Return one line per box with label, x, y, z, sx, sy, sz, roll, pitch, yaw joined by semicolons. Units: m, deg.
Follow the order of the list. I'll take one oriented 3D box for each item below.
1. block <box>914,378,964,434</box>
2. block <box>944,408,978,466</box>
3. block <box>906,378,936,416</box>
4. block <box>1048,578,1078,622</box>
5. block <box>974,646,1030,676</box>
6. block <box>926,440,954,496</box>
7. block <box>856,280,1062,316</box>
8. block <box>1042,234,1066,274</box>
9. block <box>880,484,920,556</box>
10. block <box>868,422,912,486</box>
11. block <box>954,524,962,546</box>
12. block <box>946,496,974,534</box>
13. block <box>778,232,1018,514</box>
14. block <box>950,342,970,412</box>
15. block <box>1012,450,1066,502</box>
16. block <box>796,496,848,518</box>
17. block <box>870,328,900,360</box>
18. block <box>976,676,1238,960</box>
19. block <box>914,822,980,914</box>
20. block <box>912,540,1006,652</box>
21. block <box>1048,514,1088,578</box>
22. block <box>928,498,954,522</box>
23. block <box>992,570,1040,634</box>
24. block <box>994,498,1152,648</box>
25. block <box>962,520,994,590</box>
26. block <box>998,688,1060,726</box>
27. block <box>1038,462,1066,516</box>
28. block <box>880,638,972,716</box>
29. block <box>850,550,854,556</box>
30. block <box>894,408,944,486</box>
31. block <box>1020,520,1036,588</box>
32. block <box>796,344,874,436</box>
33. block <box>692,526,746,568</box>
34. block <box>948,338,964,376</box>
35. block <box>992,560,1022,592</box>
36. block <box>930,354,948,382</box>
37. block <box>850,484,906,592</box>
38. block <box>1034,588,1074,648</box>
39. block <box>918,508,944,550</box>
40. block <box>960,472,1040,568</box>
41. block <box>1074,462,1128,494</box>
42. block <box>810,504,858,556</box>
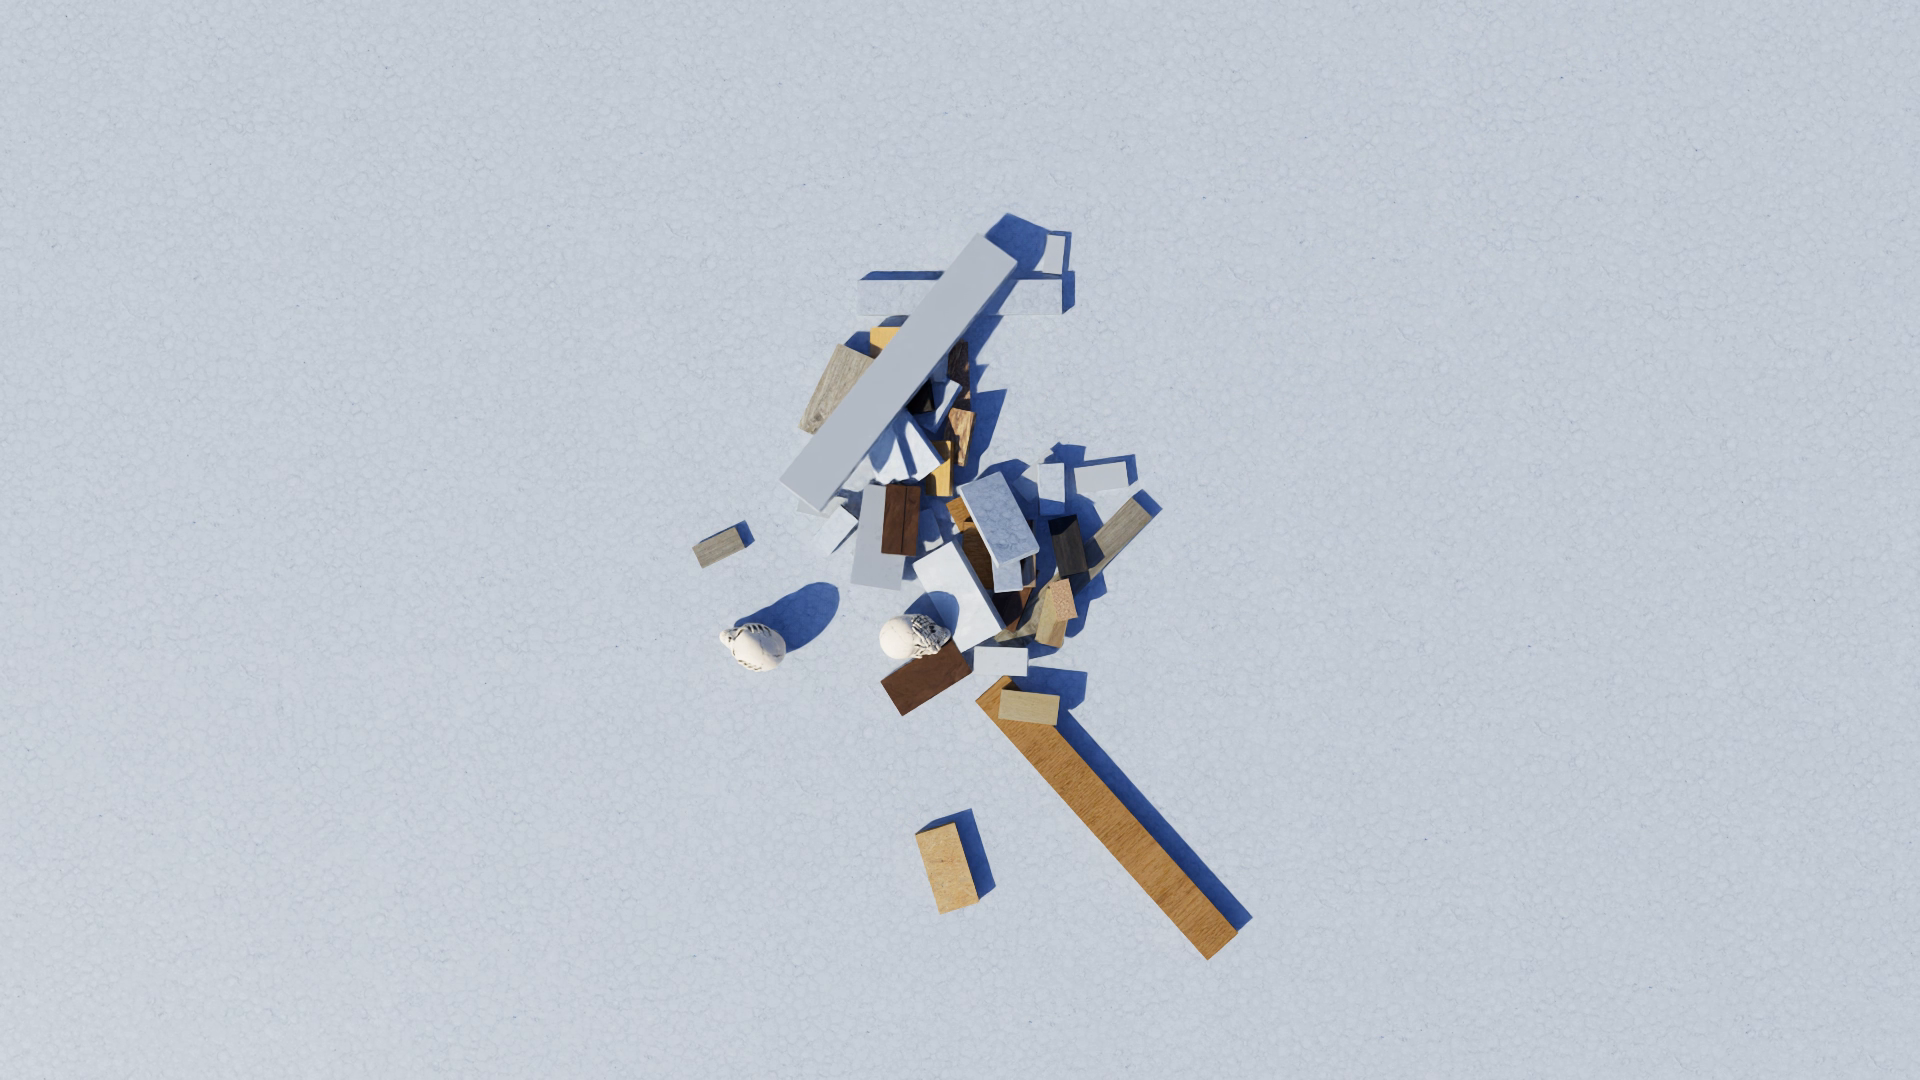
block;-0.075;-0.451;5.466;0.090;0.026;0.181;30;90;30
block;-0.007;-0.342;5.461;0.090;0.026;0.181;14;97;23
block;-0.157;-0.561;5.457;0.106;0.030;0.290;-10;87;24
block;0.340;0.198;5.438;0.065;0.018;0.131;-13;90;0
block;0.137;0.401;5.456;0.182;0.026;0.091;1;84;18
block;-0.067;-0.237;5.461;0.090;0.026;0.181;3;94;29
block;-0.002;-0.805;5.484;0.681;0.032;0.114;0;90;0
block;0.313;-0.950;5.491;0.063;0.018;0.125;6;90;0
block;-0.195;-0.064;5.425;0.114;0.032;0.229;4;85;-4
block;-0.247;-0.302;5.436;0.114;0.032;0.229;-14;99;24
block;0.013;0.002;5.492;0.056;0.016;0.113;-6;90;0
block;0.003;-0.082;5.476;0.056;0.016;0.113;-27;90;0
block;-0.197;-0.549;5.378;0.167;0.047;1.048;37;83;8
block;0.002;-0.493;5.491;0.063;0.018;0.332;-2;90;0
block;0.264;-0.214;5.488;0.171;0.024;0.086;-43;90;0
block;-0.457;-0.116;5.489;0.158;0.022;0.079;13;90;0
block;-0.245;-0.597;5.462;0.106;0.030;0.212;3;92;23
block;0.486;0.919;5.480;0.138;0.039;1.153;-42;90;0
block;-0.042;1.089;5.480;0.138;0.039;0.275;-17;90;0
block;-0.004;0.184;5.443;0.167;0.047;0.335;-30;89;24
block;0.359;0.020;5.466;0.097;0.027;0.194;-12;81;6
block;-0.053;-0.096;5.492;0.113;0.016;0.056;15;90;0
block;0.171;0.184;5.467;0.111;0.031;0.222;21;86;11
block;0.375;0.126;5.486;0.097;0.027;0.655;44;90;0
block;0.064;0.050;5.466;0.111;0.031;0.222;2;98;-4
block;0.227;0.551;5.447;0.193;0.027;0.097;7;90;0
block;0.302;-0.169;5.467;0.086;0.024;0.171;-3;100;-8
block;-0.112;0.454;5.480;0.275;0.039;0.138;-32;90;0
block;-0.296;0.021;5.491;0.131;0.018;0.065;-43;90;0
block;-0.197;-0.334;5.448;0.149;0.042;0.298;-36;90;26
block;0.194;0.045;5.452;0.111;0.031;0.222;-1;76;7
block;-0.402;-0.479;5.457;0.149;0.042;0.311;26;90;18
block;-0.802;0.026;5.489;0.158;0.022;0.079;-26;90;0
block;-0.031;-0.612;5.473;0.063;0.018;0.125;15;93;10
block;0.151;0.078;5.413;0.091;0.026;0.182;-5;76;-4
block;-0.090;-0.630;5.465;0.106;0.030;0.211;5;90;24
block;-0.257;-0.007;5.456;0.167;0.047;0.335;8;85;-4
block;0.311;0.258;5.460;0.091;0.026;0.182;13;90;0
block;-0.103;-0.035;5.481;0.065;0.018;0.131;-17;97;4
block;0.128;-0.067;5.419;0.149;0.042;0.298;-23;71;-11
block;0.470;-0.207;5.488;0.171;0.024;0.086;-8;90;0
block;-0.416;-0.032;5.472;0.079;0.022;0.158;40;100;-5
